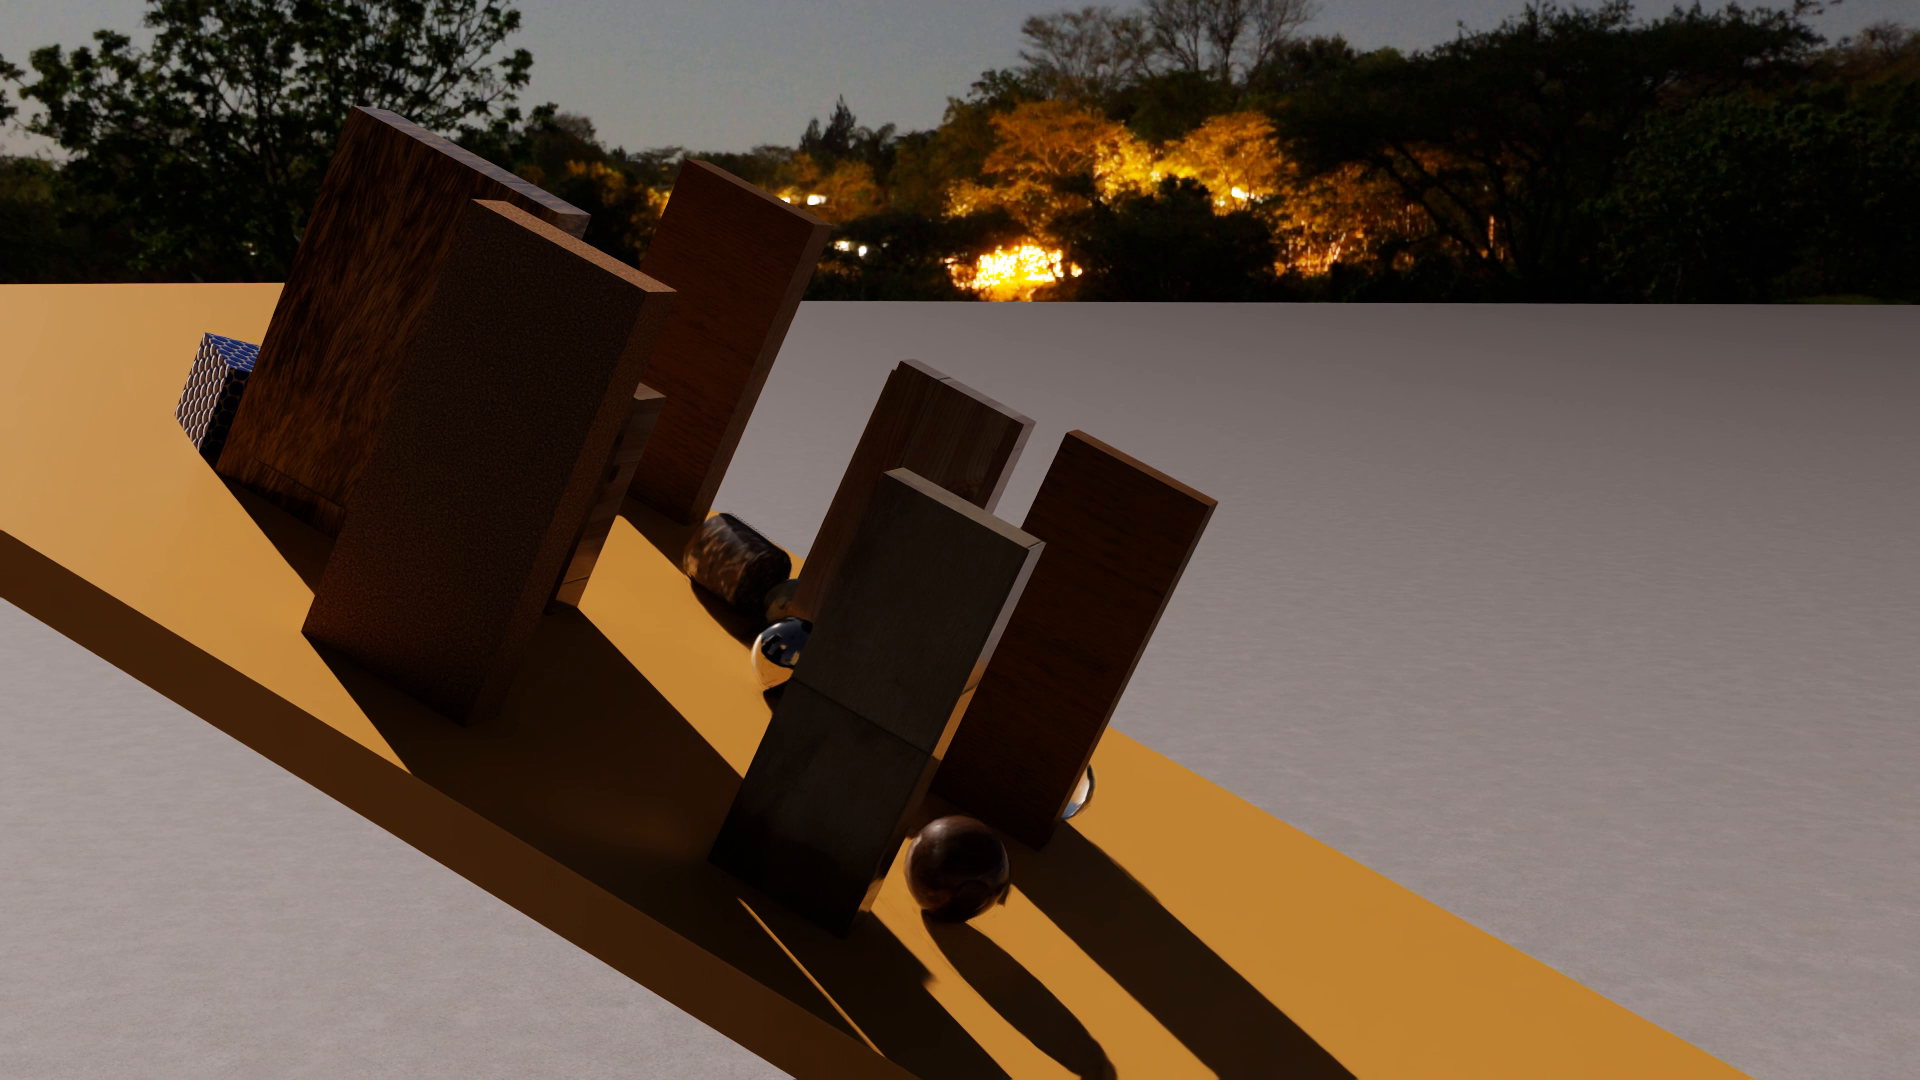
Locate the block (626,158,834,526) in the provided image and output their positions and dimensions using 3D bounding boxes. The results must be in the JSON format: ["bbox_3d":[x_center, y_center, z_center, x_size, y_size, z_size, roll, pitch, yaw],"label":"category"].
[{"bbox_3d":[-0.607,-0.451,5.043,0.343,0.756,0.119,28,14,12],"label":"block"}]

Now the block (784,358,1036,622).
[{"bbox_3d":[-0.120,-0.001,4.408,0.280,0.664,0.091,28,14,12],"label":"block"}]

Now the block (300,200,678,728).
[{"bbox_3d":[-0.756,-0.119,3.504,0.328,0.768,0.109,28,14,12],"label":"block"}]

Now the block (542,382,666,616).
[{"bbox_3d":[-0.830,-0.153,4.174,0.388,0.453,0.119,28,14,12],"label":"block"}]

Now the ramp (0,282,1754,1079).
[{"bbox_3d":[-0.256,0.433,4.166,4.000,0.100,2.000,28,14,12],"label":"ramp"}]

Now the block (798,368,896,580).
[{"bbox_3d":[-0.132,-0.030,4.632,0.277,0.601,0.093,28,14,12],"label":"block"}]

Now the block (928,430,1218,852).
[{"bbox_3d":[0.182,0.188,4.090,0.294,0.729,0.088,28,14,12],"label":"block"}]

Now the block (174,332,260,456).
[{"bbox_3d":[-1.372,-0.265,4.229,0.178,0.178,0.178,14,18,-40],"label":"block"}]

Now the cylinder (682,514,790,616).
[{"bbox_3d":[-0.473,0.053,4.657,0.162,0.162,0.162,33,24,29],"label":"cylinder"}]

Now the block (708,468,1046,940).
[{"bbox_3d":[-0.133,0.253,3.382,0.252,0.685,0.093,28,14,12],"label":"block"}]

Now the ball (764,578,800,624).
[{"bbox_3d":[-0.348,0.145,4.603,0.129,0.129,0.129,0,7,0],"label":"ball"}]

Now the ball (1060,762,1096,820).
[{"bbox_3d":[0.190,0.473,4.279,0.147,0.147,0.147,0,7,0],"label":"ball"}]

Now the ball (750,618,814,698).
[{"bbox_3d":[-0.326,0.229,4.258,0.159,0.159,0.159,0,7,0],"label":"ball"}]

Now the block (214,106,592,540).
[{"bbox_3d":[-1.020,-0.354,4.002,0.447,0.731,0.125,28,14,12],"label":"block"}]

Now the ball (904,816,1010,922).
[{"bbox_3d":[-0.006,0.540,3.620,0.173,0.173,0.173,0,7,0],"label":"ball"}]
